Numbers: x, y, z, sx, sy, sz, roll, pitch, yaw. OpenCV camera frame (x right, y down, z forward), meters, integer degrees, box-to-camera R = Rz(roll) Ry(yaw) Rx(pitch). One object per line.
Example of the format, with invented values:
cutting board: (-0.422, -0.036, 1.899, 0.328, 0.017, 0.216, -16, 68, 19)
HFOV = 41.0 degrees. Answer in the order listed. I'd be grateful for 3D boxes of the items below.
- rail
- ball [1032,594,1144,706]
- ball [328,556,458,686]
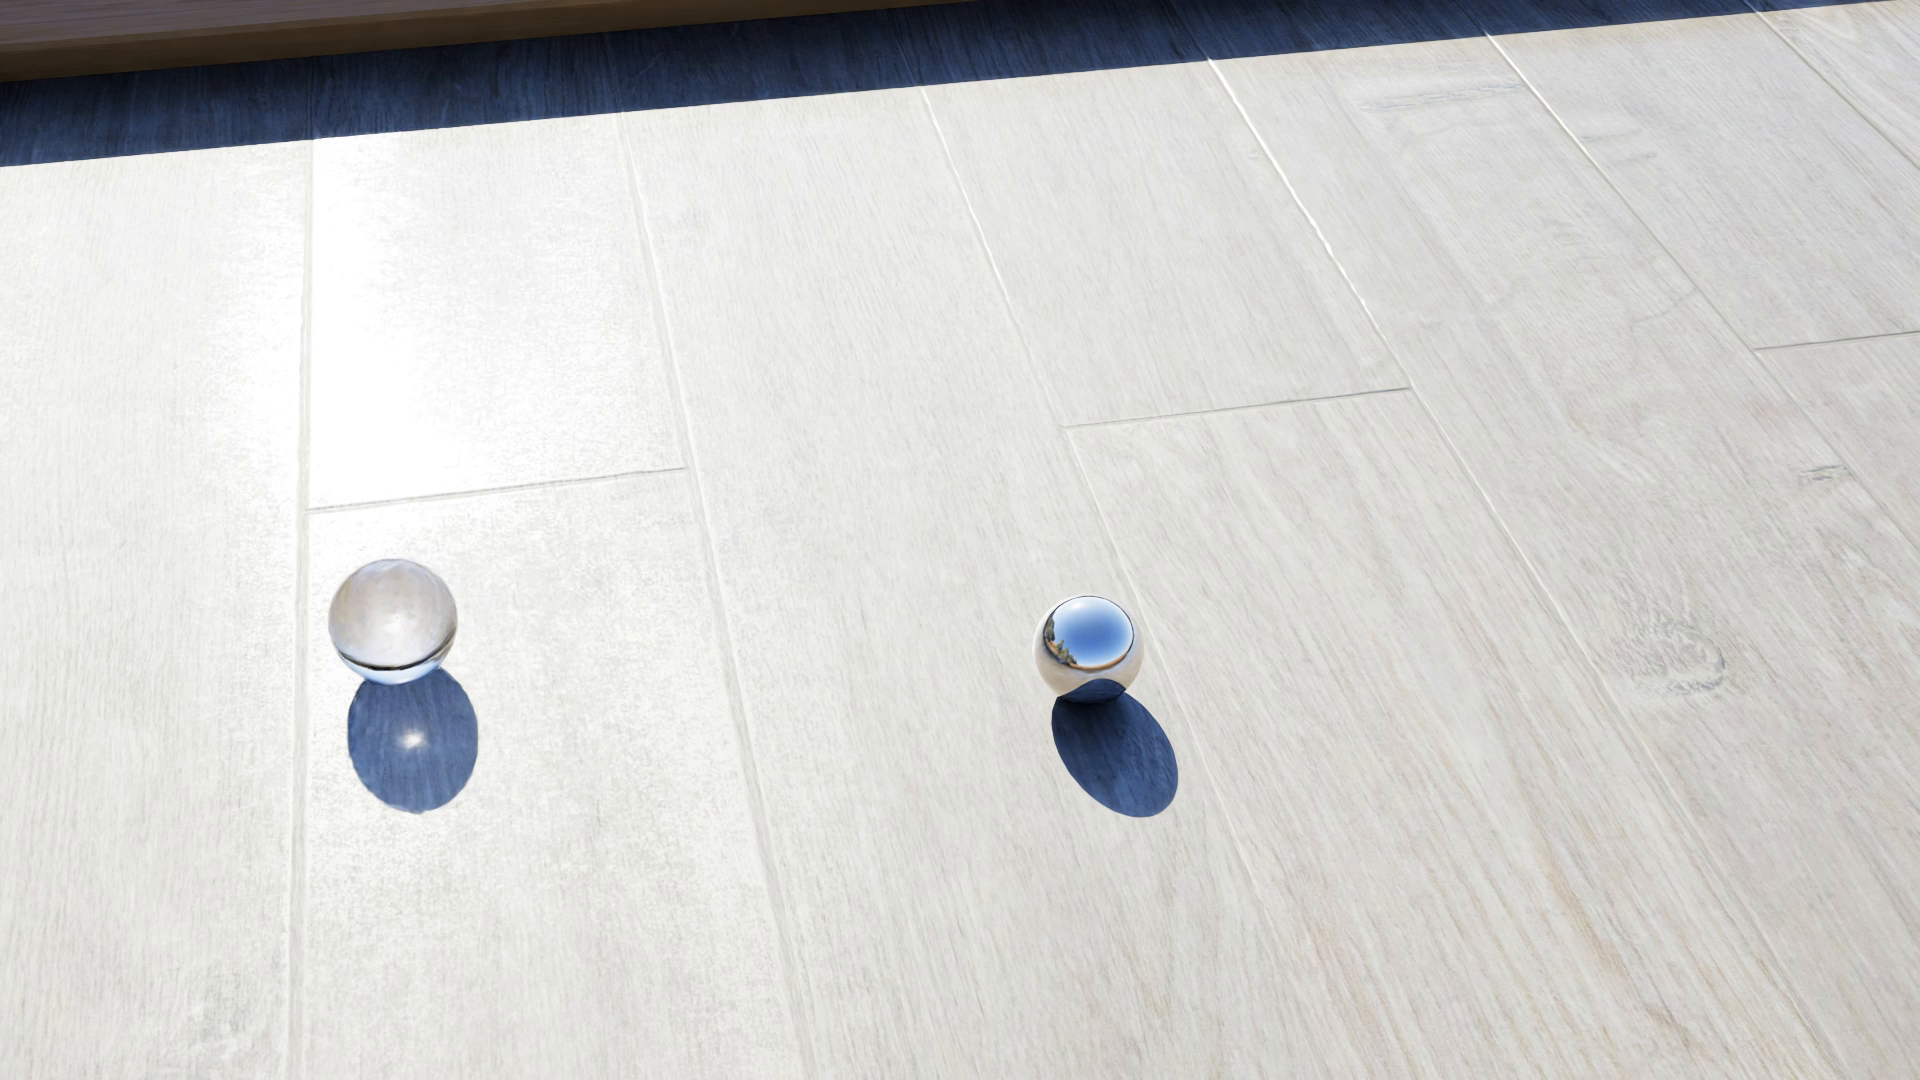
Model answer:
rail: (0.610, -0.576, 2.330, 3.133, 0.097, 0.045, -7, 37, -9)
ball: (0.074, 0.063, 1.485, 0.065, 0.065, 0.065, 0, 36, 0)
ball: (-0.331, 0.047, 1.498, 0.075, 0.075, 0.075, 0, 36, 0)
